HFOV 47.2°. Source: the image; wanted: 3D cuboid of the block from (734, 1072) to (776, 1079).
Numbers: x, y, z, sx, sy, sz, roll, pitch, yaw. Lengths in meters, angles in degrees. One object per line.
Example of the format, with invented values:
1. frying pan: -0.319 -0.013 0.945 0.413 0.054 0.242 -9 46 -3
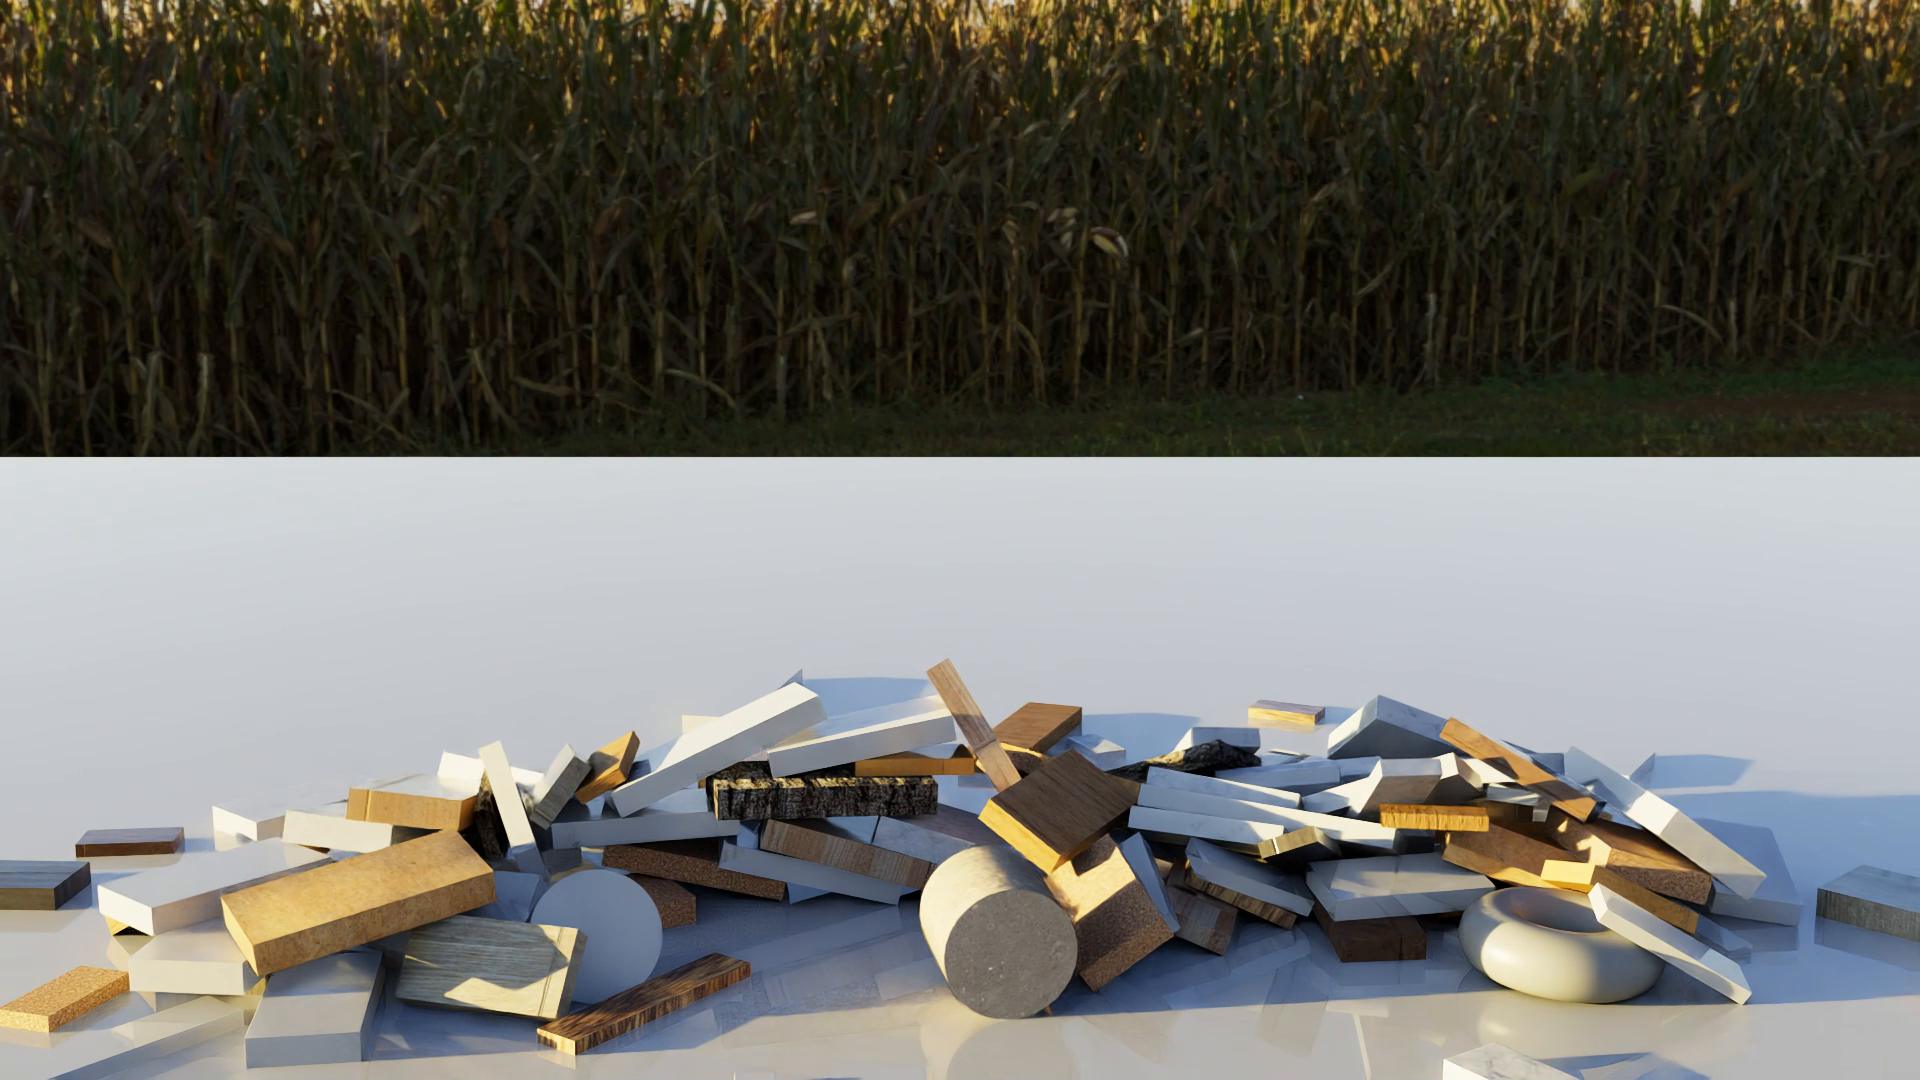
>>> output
1. block: -0.271 0.728 2.884 0.054 0.015 0.108 -1 11 -3

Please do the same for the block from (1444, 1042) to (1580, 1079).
1. block: 0.746 0.720 2.893 0.101 0.029 0.202 -7 13 -34

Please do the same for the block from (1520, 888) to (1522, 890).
1. block: 0.932 0.579 3.454 0.103 0.051 0.015 5 29 26

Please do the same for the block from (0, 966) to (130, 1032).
1. block: -1.299 0.666 3.194 0.087 0.025 0.175 3 11 18

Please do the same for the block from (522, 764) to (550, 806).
1. block: -0.789 0.479 4.171 0.124 0.035 0.248 4 11 20

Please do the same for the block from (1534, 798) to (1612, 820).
1. block: 1.093 0.503 4.061 0.099 0.028 0.197 -7 13 -33

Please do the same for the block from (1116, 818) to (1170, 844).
1. block: 0.260 0.483 3.769 0.222 0.031 0.111 10 -13 -3

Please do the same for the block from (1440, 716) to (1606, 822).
1. block: 0.936 0.381 3.653 0.269 0.038 0.135 31 7 24

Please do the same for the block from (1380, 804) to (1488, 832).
1. block: 0.757 0.443 3.515 0.166 0.023 0.083 1 4 10

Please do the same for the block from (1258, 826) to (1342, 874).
1. block: 0.541 0.493 3.493 0.092 0.026 0.184 -20 -22 16

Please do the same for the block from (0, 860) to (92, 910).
1. block: -1.607 0.573 3.657 0.269 0.038 0.135 0 11 3

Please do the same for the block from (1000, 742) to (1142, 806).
1. block: 0.211 0.446 3.912 0.290 0.041 0.145 14 -25 30

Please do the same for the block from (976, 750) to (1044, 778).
1. block: 0.151 0.448 3.881 0.123 0.035 0.247 1 -33 48

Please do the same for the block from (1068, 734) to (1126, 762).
1. block: 0.280 0.425 4.505 0.065 0.018 0.130 -5 12 -25

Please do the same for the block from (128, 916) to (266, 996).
1. block: -1.080 0.589 3.282 0.168 0.048 0.337 1 11 6

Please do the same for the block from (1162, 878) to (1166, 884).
1. block: 0.234 0.526 3.669 0.222 0.031 0.111 21 8 -1

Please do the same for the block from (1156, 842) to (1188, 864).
1. block: 0.394 0.554 3.776 0.111 0.031 0.222 -8 13 -38

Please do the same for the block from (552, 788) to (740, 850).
1. block: -0.517 0.458 3.642 0.301 0.043 0.151 -4 9 -6

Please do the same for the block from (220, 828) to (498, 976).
1. block: -0.878 0.525 3.219 0.352 0.050 0.176 -15 22 -28

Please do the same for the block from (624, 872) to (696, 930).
1. block: -0.600 0.596 3.513 0.316 0.045 0.158 -6 12 -31

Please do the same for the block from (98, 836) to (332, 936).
1. block: -1.137 0.527 3.368 0.152 0.043 0.304 9 14 40

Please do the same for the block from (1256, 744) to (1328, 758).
1. block: 0.722 0.453 4.267 0.354 0.050 0.177 3 11 16

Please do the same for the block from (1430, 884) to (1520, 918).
1. block: 0.827 0.579 3.541 0.168 0.024 0.084 -2 7 -11

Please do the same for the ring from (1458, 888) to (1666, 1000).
1. ring: 0.904 0.606 3.306 0.303 0.101 0.303 4 10 -1

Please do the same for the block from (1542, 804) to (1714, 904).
1. block: 1.077 0.507 3.566 0.167 0.047 0.334 16 4 -2

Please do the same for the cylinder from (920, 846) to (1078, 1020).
1. cylinder: 0.054 0.573 3.225 0.195 0.195 0.195 -2 11 -11

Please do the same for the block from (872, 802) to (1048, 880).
1. block: 0.039 0.510 3.664 0.359 0.051 0.180 17 8 -1

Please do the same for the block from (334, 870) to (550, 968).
1. block: -0.804 0.578 3.361 0.316 0.045 0.158 3 52 15

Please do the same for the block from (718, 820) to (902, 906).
1. block: -0.251 0.532 3.661 0.302 0.043 0.151 13 9 -9

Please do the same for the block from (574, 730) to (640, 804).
1. block: -0.581 0.375 3.631 0.085 0.024 0.169 -29 14 8

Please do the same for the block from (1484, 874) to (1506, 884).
1. block: 0.902 0.540 3.707 0.132 0.037 0.264 3 1 18

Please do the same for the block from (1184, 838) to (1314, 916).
1. block: 0.465 0.541 3.539 0.198 0.028 0.099 21 13 -11

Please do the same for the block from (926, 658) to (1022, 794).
1. block: 0.040 0.342 3.704 0.044 0.308 0.154 -31 -3 -3

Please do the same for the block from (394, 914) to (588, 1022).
1. block: -0.678 0.617 3.179 0.259 0.130 0.037 3 -25 17

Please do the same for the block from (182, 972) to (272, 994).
1. block: -1.095 0.615 3.404 0.168 0.048 0.337 1 11 4

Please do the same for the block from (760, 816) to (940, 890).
1. block: -0.152 0.507 3.659 0.359 0.051 0.180 16 8 -7

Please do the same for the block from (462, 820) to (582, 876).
1. block: -0.795 0.533 3.588 0.316 0.045 0.158 -14 19 -41

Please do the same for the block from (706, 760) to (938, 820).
1. block: -0.231 0.409 3.630 0.359 0.051 0.180 0 8 -13

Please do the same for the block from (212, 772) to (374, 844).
1. block: -1.210 0.494 4.071 0.147 0.042 0.293 9 14 41

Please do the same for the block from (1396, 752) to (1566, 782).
1. block: 0.894 0.398 3.823 0.288 0.041 0.144 -5 -4 22

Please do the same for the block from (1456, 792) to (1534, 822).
1. block: 0.861 0.453 3.801 0.121 0.034 0.241 3 1 -28

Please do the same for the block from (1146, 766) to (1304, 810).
1. block: 0.450 0.434 3.725 0.255 0.036 0.127 9 -13 15

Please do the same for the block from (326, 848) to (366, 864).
1. block: -0.908 0.555 3.725 0.337 0.048 0.168 4 11 22

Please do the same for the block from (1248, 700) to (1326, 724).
1. block: 0.710 0.373 4.777 0.148 0.021 0.074 5 12 27

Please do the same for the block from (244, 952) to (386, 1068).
1. block: -0.916 0.667 3.139 0.152 0.043 0.304 -2 11 -8

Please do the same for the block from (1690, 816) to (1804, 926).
1. block: 1.296 0.546 3.645 0.136 0.039 0.273 8 20 6

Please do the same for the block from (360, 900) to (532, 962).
1. block: -0.776 0.582 3.297 0.259 0.037 0.130 15 56 24

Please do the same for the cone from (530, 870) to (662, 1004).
1. cone: -0.559 0.610 3.323 0.196 0.196 0.196 -3 -16 -16

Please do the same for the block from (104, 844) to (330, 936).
1. block: -1.203 0.552 3.570 0.152 0.043 0.328 -28 -8 35

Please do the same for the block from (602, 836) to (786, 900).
1. block: -0.440 0.531 3.680 0.301 0.043 0.151 12 8 -5
